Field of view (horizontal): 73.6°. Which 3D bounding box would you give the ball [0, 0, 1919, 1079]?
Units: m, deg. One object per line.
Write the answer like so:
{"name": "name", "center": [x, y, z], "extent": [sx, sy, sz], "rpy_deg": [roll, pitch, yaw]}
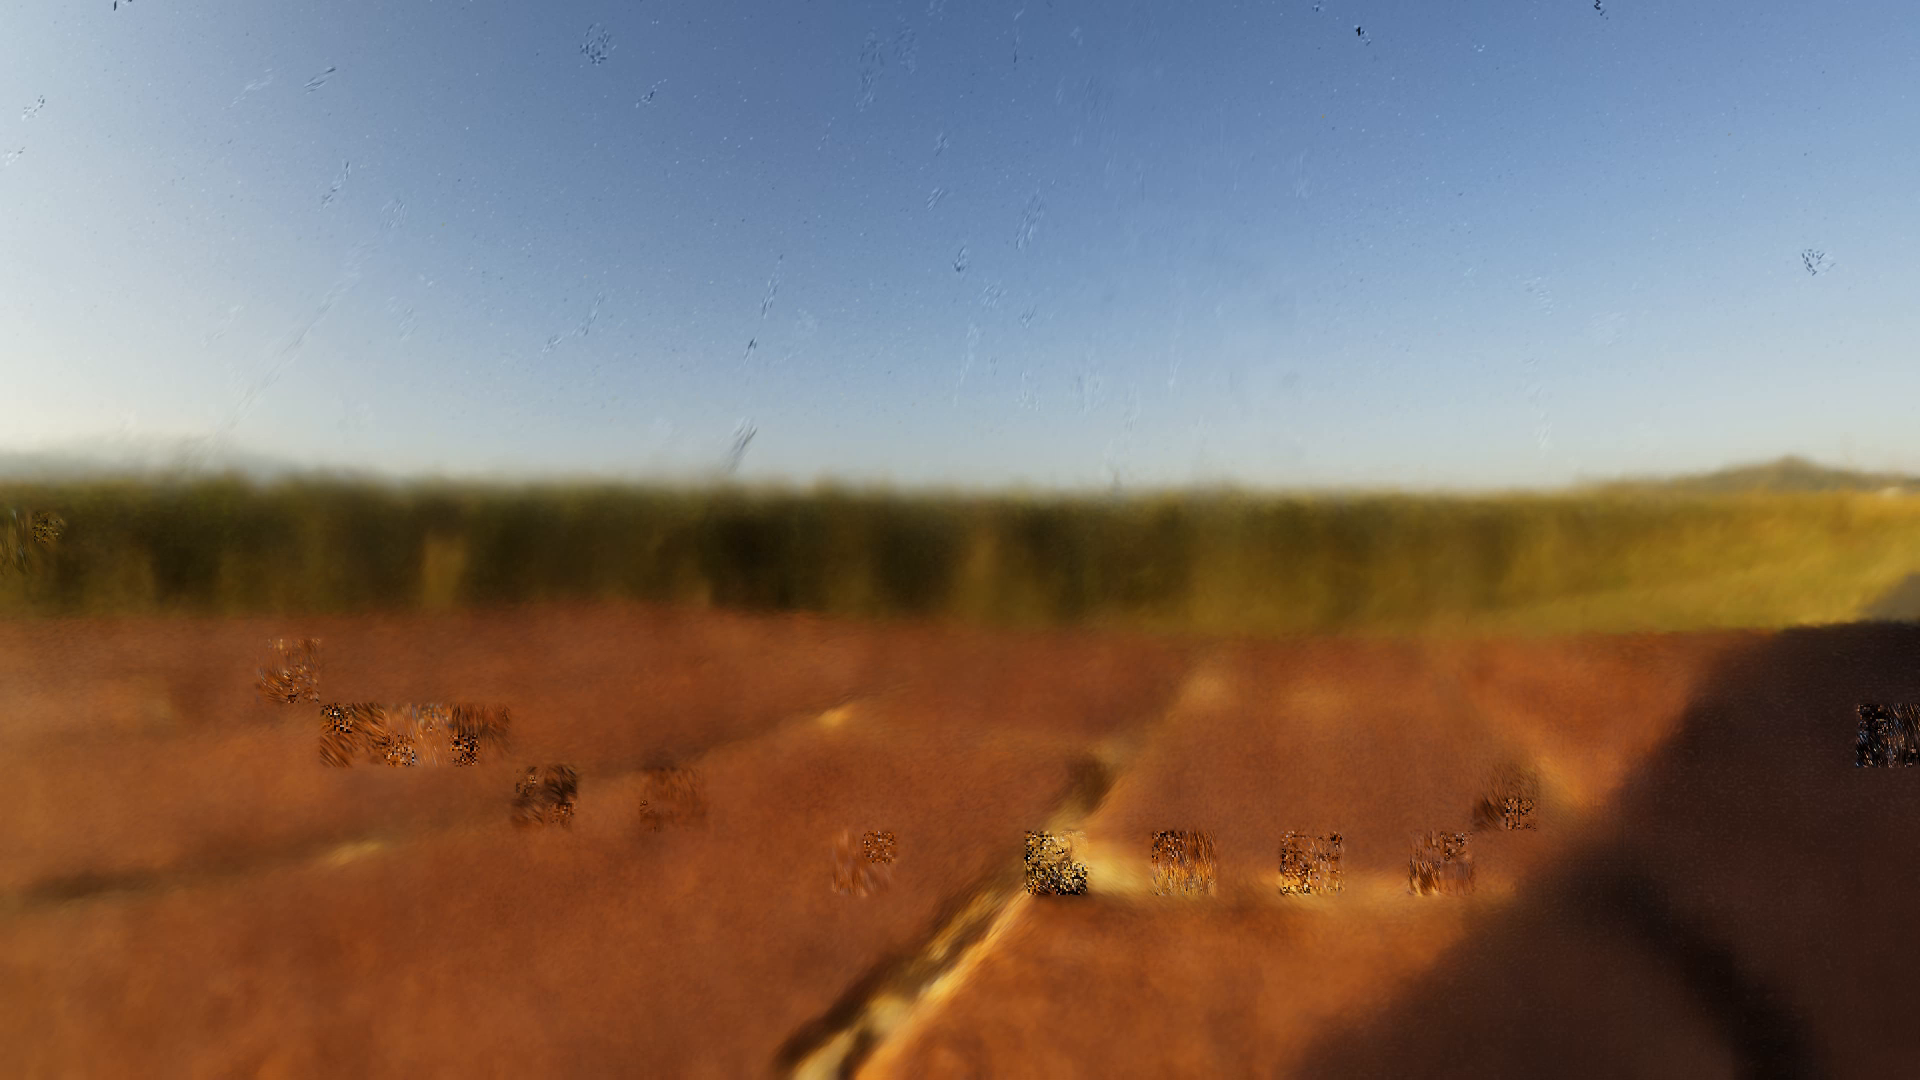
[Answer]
{"name": "ball", "center": [0.002, -0.001, 0.053], "extent": [0.080, 0.080, 0.080], "rpy_deg": [0, 4, 0]}
